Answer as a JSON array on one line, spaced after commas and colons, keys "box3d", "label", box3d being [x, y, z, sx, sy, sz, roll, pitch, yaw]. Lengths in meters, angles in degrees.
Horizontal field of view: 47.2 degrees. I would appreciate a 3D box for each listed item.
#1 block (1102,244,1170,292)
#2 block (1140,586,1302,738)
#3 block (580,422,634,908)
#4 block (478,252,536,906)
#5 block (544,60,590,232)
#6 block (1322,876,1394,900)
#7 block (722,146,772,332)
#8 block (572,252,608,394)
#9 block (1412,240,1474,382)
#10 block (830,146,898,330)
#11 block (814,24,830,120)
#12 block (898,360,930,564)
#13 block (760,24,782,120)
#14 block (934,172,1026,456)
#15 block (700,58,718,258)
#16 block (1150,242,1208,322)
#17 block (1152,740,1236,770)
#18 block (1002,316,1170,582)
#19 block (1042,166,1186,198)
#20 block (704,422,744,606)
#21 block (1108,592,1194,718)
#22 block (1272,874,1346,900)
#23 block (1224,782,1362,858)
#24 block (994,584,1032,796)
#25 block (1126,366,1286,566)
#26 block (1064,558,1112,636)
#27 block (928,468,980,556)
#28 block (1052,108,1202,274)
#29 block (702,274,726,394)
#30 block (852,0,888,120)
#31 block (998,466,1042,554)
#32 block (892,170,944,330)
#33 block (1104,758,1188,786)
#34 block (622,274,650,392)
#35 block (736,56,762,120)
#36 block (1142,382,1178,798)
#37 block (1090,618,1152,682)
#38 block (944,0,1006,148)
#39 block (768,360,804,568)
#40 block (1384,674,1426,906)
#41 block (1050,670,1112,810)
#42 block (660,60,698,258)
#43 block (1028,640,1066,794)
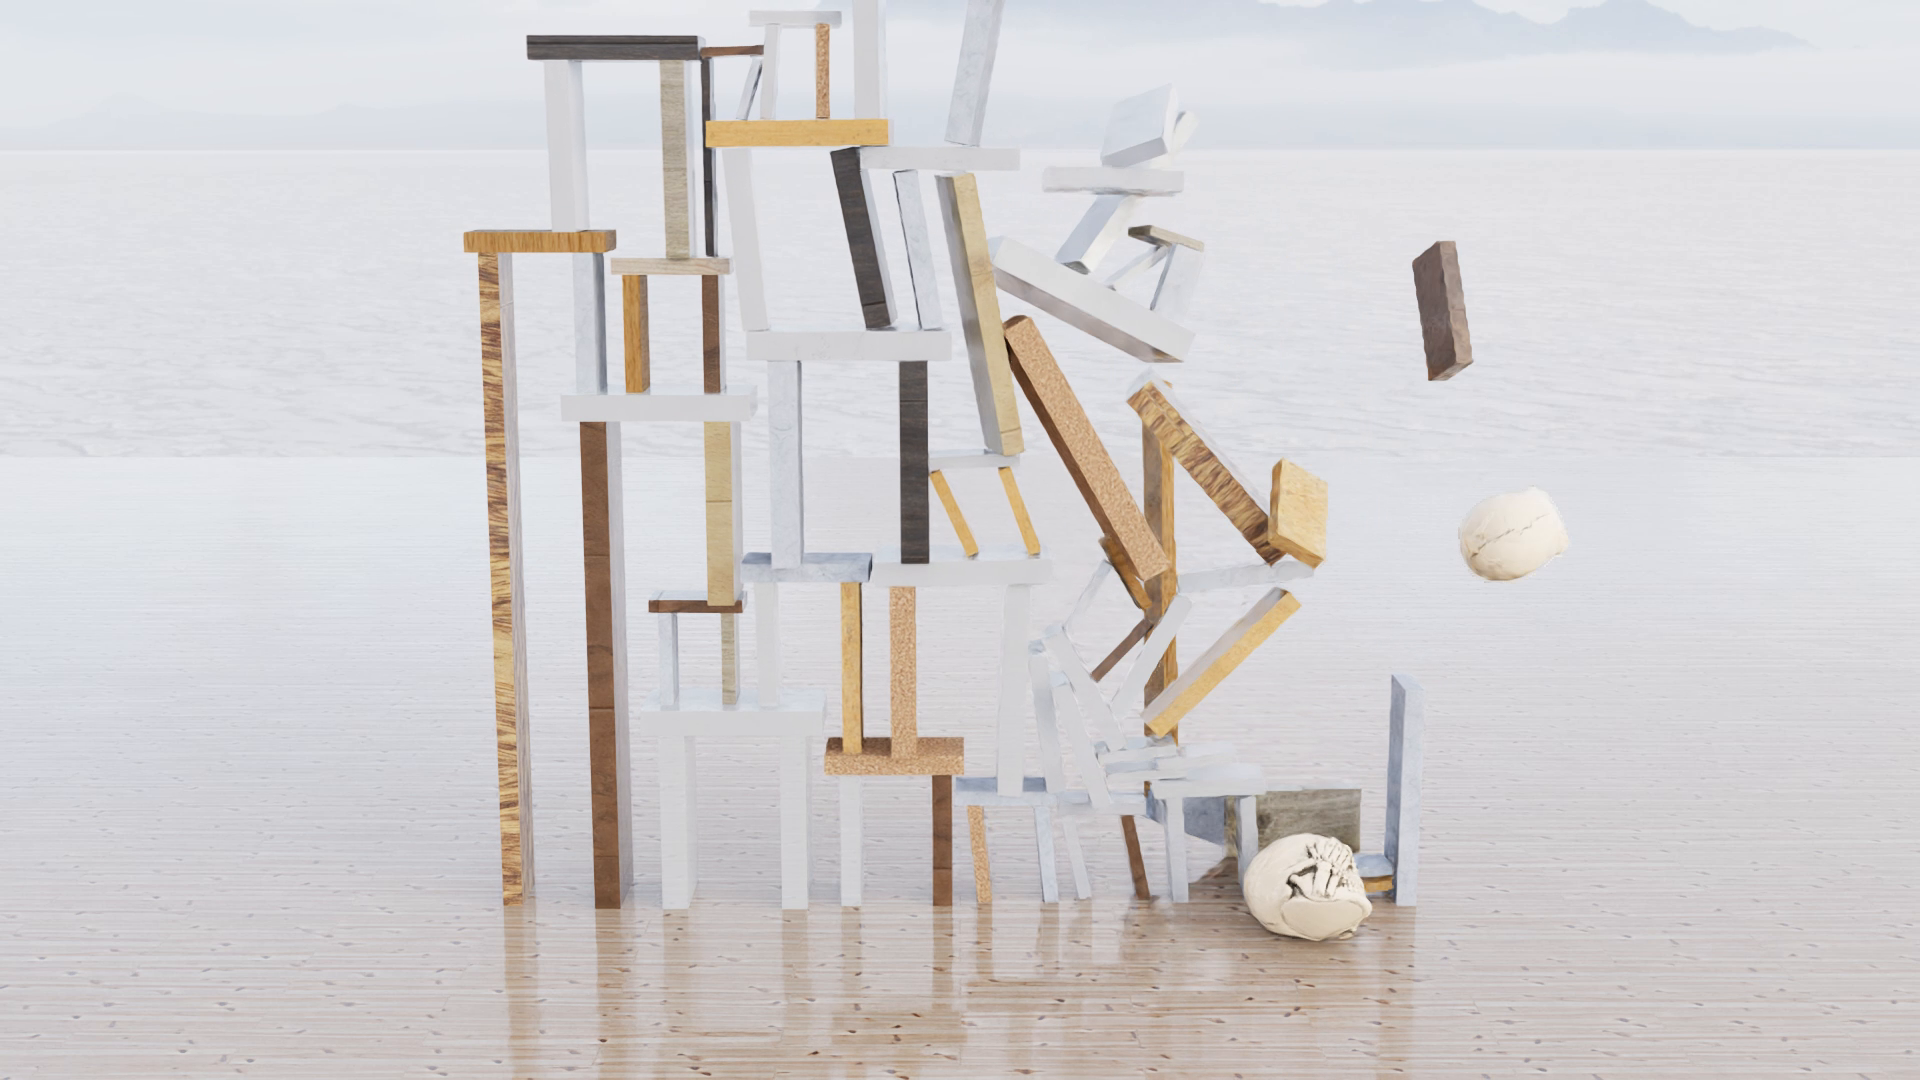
[{"box3d": [0.282, -0.438, 3.568, 0.116, 0.016, 0.058, -37, 15, -16], "label": "block"}, {"box3d": [0.427, 0.199, 3.624, 0.315, 0.031, 0.109, -43, 5, 1], "label": "block"}, {"box3d": [-0.576, 0.195, 3.596, 0.042, 0.803, 0.148, 0, 11, 0], "label": "block"}, {"box3d": [-0.734, 0.067, 3.569, 0.031, 1.065, 0.110, 0, 11, 0], "label": "block"}, {"box3d": [-0.616, -0.617, 3.450, 0.037, 0.261, 0.131, -1, 11, 0], "label": "block"}, {"box3d": [0.658, 0.573, 3.663, 0.117, 0.017, 0.059, -9, 10, 2], "label": "block"}, {"box3d": [-0.335, -0.475, 3.460, 0.040, 0.280, 0.140, -6, 11, -2], "label": "block"}, {"box3d": [-0.587, -0.348, 3.492, 0.031, 0.220, 0.110, 0, 11, 0], "label": "block"}, {"box3d": [0.699, -0.332, 3.189, 0.026, 0.185, 0.092, -3, -12, -14], "label": "block"}, {"box3d": [-0.150, -0.479, 3.476, 0.040, 0.280, 0.140, -11, 10, 5], "label": "block"}, {"box3d": [-0.214, -0.727, 3.420, 0.020, 0.142, 0.071, -1, 8, -6], "label": "block"}, {"box3d": [-0.073, -0.134, 3.516, 0.045, 0.319, 0.160, -1, 11, -1], "label": "block"}, {"box3d": [-0.295, -0.727, 3.423, 0.020, 0.142, 0.071, 4, 8, -1], "label": "block"}, {"box3d": [0.031, -0.358, 3.476, 0.035, 0.443, 0.122, -13, 13, -11], "label": "block"}, {"box3d": [-0.393, -0.598, 3.449, 0.014, 0.305, 0.049, 0, 11, 2], "label": "block"}, {"box3d": [0.351, -0.415, 3.545, 0.058, 0.116, 0.016, 15, 10, -26], "label": "block"}, {"box3d": [0.385, 0.355, 3.619, 0.130, 0.018, 0.065, -6, 11, -2], "label": "block"}, {"box3d": [0.192, -0.151, 3.555, 0.050, 0.457, 0.178, -30, 9, -2], "label": "block"}, {"box3d": [0.237, -0.558, 3.425, 0.211, 0.030, 0.105, 2, 3, -3], "label": "block"}, {"box3d": [-0.380, -0.054, 3.549, 0.042, 0.295, 0.148, 0, 10, 1], "label": "block"}, {"box3d": [0.313, 0.187, 3.606, 0.031, 0.219, 0.109, 31, 3, 4], "label": "block"}, {"box3d": [0.579, 0.573, 3.647, 0.117, 0.017, 0.058, -8, 12, 12], "label": "block"}, {"box3d": [0.568, 0.479, 3.760, 0.230, 0.115, 0.033, -1, 9, -4], "label": "block"}, {"box3d": [0.086, 0.230, 3.603, 0.040, 0.352, 0.141, 2, 11, -1], "label": "block"}, {"box3d": [0.408, -0.124, 3.597, 0.050, 0.355, 0.178, -40, 6, 12], "label": "block"}, {"box3d": [0.208, 0.092, 3.584, 0.018, 0.130, 0.065, 29, 5, 1], "label": "block"}, {"box3d": [-0.010, -0.049, 3.541, 0.021, 0.146, 0.073, -25, 10, 4], "label": "block"}, {"box3d": [0.268, -0.565, 3.585, 0.030, 0.329, 0.105, 42, -17, -22], "label": "block"}, {"box3d": [-0.391, -0.332, 3.498, 0.026, 0.185, 0.093, 0, 11, 0], "label": "block"}, {"box3d": [-0.139, -0.790, 3.404, 0.039, 0.273, 0.136, 0, 10, 3], "label": "block"}, {"box3d": [0.095, -0.053, 3.542, 0.021, 0.146, 0.073, -20, 10, 3], "label": "block"}, {"box3d": [-0.066, -0.460, 3.466, 0.035, 0.245, 0.122, -10, 11, -2], "label": "block"}, {"box3d": [0.306, 0.380, 3.632, 0.130, 0.018, 0.065, -6, 11, 0], "label": "block"}, {"box3d": [-0.515, -0.332, 3.498, 0.026, 0.185, 0.093, 0, 11, 0], "label": "block"}, {"box3d": [-0.326, -0.701, 3.419, 0.014, 0.097, 0.049, 18, 10, -1], "label": "block"}, {"box3d": [0.373, 0.072, 4.106, 0.026, 0.092, 0.893, 13, 52, -13], "label": "block"}, {"box3d": [0.265, 0.180, 3.602, 0.018, 0.130, 0.065, 44, 2, 6], "label": "block"}, {"box3d": [0.031, -0.769, 3.400, 0.039, 0.313, 0.136, 11, 10, 5], "label": "block"}, {"box3d": [-0.278, -0.131, 3.528, 0.045, 0.330, 0.160, -1, 11, -2], "label": "block"}, {"box3d": [0.734, 0.411, 3.635, 0.033, 0.364, 0.115, 0, 11, 0], "label": "block"}, {"box3d": [0.196, 0.324, 3.591, 0.030, 0.214, 0.107, -19, 9, 2], "label": "block"}, {"box3d": [-0.441, -0.598, 3.453, 0.037, 0.301, 0.130, -1, 11, -1], "label": "block"}, {"box3d": [0.140, 0.289, 3.606, 0.030, 0.232, 0.107, -8, 11, 1], "label": "block"}]
